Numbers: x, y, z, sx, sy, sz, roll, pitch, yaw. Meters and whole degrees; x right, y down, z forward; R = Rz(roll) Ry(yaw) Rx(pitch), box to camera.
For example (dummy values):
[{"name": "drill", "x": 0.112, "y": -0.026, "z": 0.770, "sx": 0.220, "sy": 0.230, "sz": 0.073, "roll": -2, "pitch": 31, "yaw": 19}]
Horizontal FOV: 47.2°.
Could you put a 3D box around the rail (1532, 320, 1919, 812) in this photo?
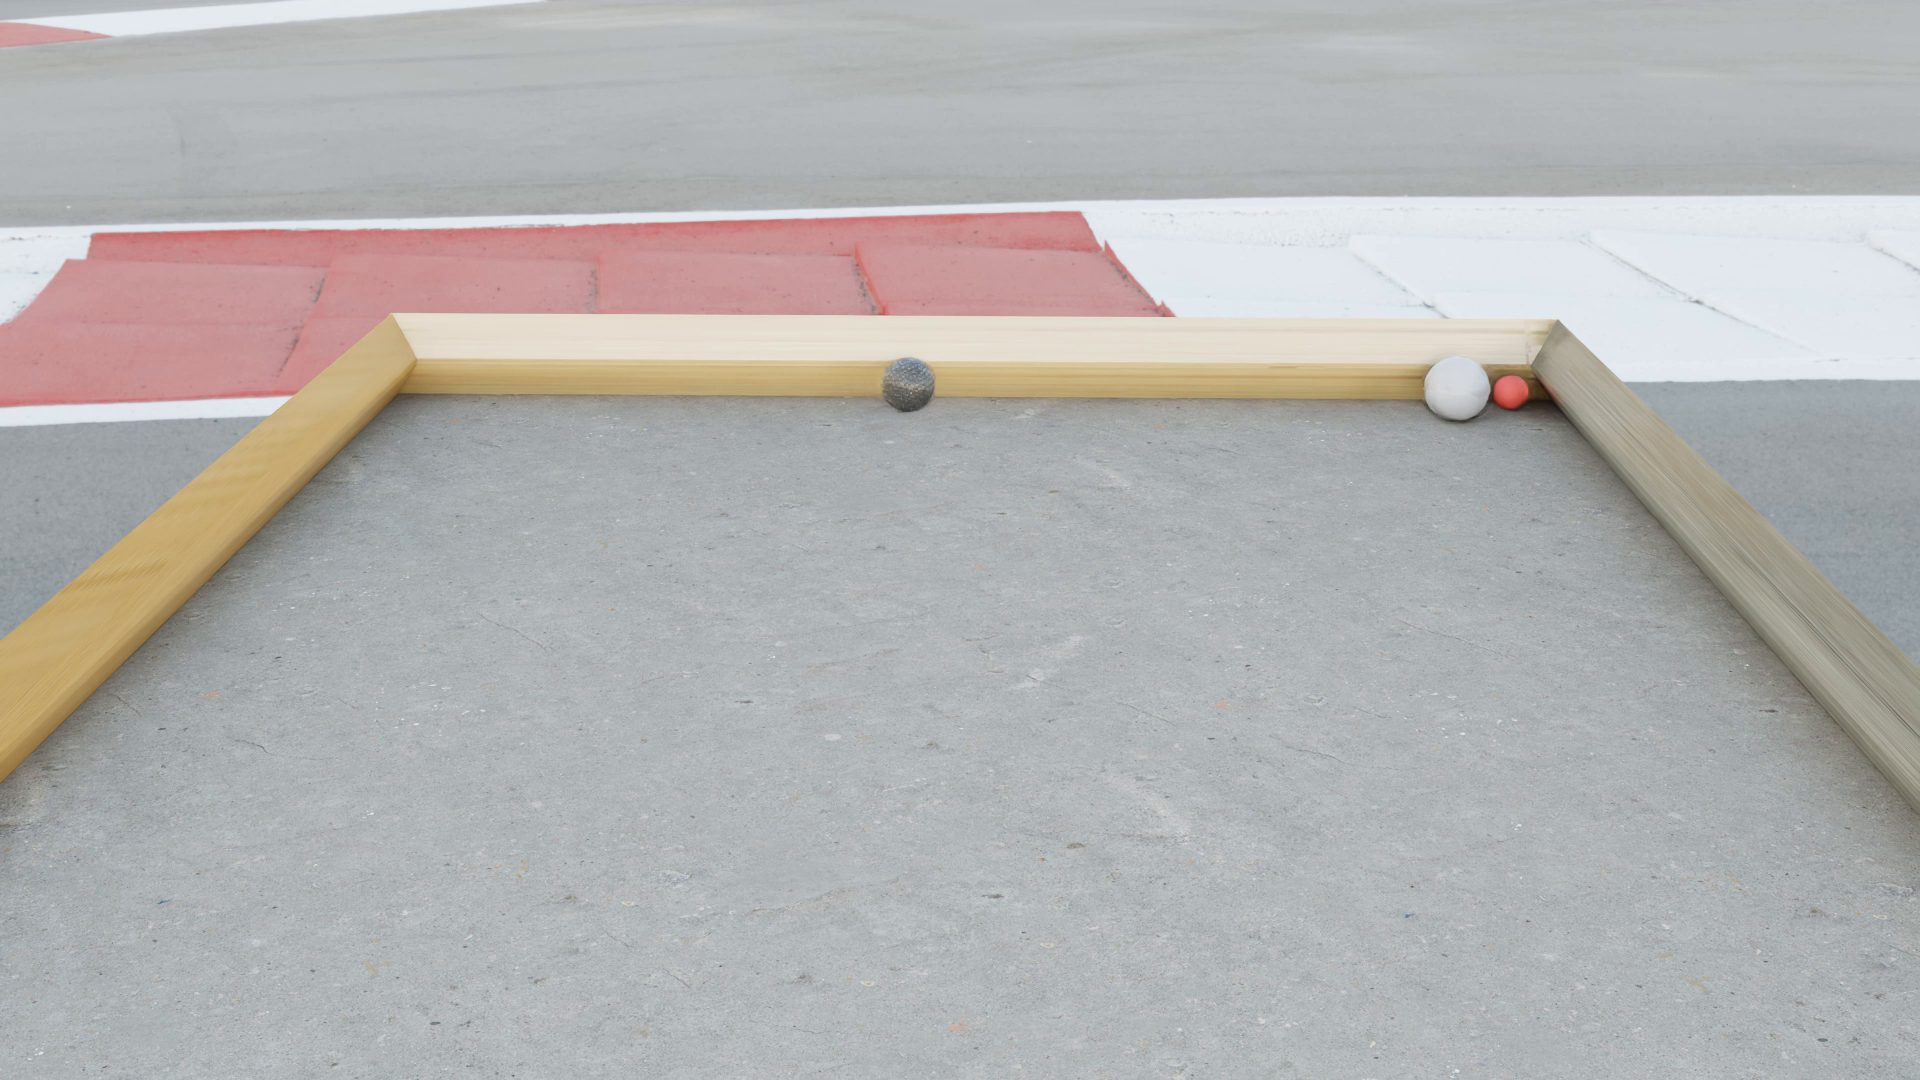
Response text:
[{"name": "rail", "x": 0.815, "y": 0.222, "z": 1.789, "sx": 0.045, "sy": 0.120, "sz": 3.027, "roll": 0, "pitch": 19, "yaw": 1}]

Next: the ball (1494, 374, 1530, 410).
[{"name": "ball", "x": 0.798, "y": -0.214, "z": 3.184, "sx": 0.050, "sy": 0.050, "sz": 0.050, "roll": 0, "pitch": 19, "yaw": 0}]

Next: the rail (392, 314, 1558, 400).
[{"name": "rail", "x": 0.017, "y": -0.263, "z": 3.217, "sx": 1.712, "sy": 0.120, "sz": 0.045, "roll": 0, "pitch": 19, "yaw": 1}]

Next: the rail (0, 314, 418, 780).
[{"name": "rail", "x": -0.849, "y": 0.210, "z": 1.824, "sx": 0.045, "sy": 0.120, "sz": 3.027, "roll": 0, "pitch": 19, "yaw": 1}]

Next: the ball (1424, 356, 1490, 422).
[{"name": "ball", "x": 0.704, "y": -0.215, "z": 3.120, "sx": 0.092, "sy": 0.092, "sz": 0.092, "roll": 0, "pitch": 19, "yaw": 0}]

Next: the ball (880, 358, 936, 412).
[{"name": "ball", "x": -0.075, "y": -0.225, "z": 3.172, "sx": 0.078, "sy": 0.078, "sz": 0.078, "roll": 0, "pitch": 19, "yaw": 0}]
